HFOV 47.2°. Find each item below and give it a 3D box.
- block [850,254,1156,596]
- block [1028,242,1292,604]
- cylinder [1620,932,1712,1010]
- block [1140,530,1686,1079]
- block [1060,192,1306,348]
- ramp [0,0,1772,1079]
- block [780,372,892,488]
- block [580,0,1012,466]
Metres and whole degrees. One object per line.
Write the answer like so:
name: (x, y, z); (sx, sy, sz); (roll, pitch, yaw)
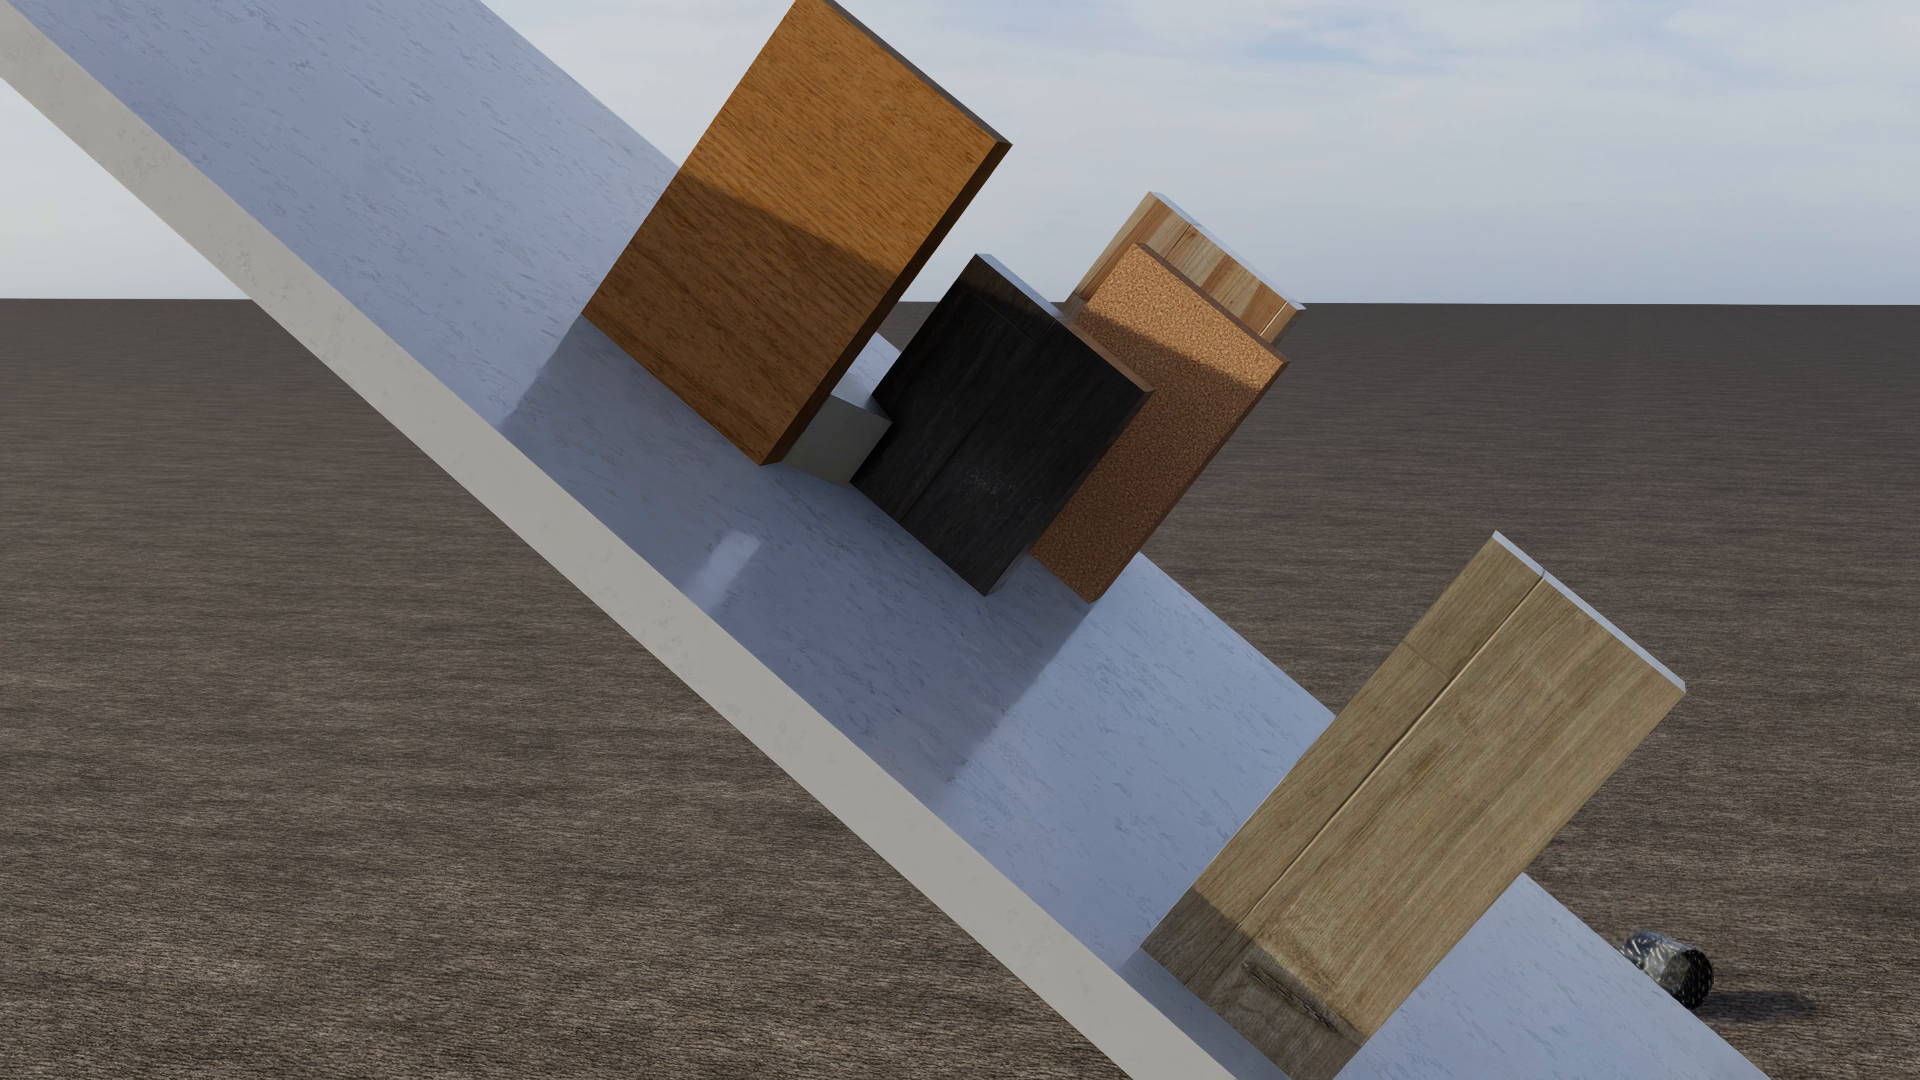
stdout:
block: (0.050, -0.208, 3.984); (0.393, 0.475, 0.093); (40, 16, 9)
block: (0.312, -0.230, 4.362); (0.372, 0.611, 0.109); (40, 16, 9)
cylinder: (1.790, 1.096, 5.588); (0.164, 0.164, 0.164); (-3, 7, -23)
block: (0.611, 0.382, 3.024); (0.318, 0.762, 0.084); (40, 16, 9)
block: (0.355, -0.340, 4.636); (0.391, 0.679, 0.131); (40, 16, 9)
ramp: (-0.030, 0.083, 4.054); (4.000, 0.100, 2.000); (40, 16, 9)
block: (-0.251, -0.218, 3.950); (0.153, 0.153, 0.153); (22, 22, -43)
block: (-0.287, -0.529, 3.761); (0.423, 0.689, 0.096); (40, 16, 9)
